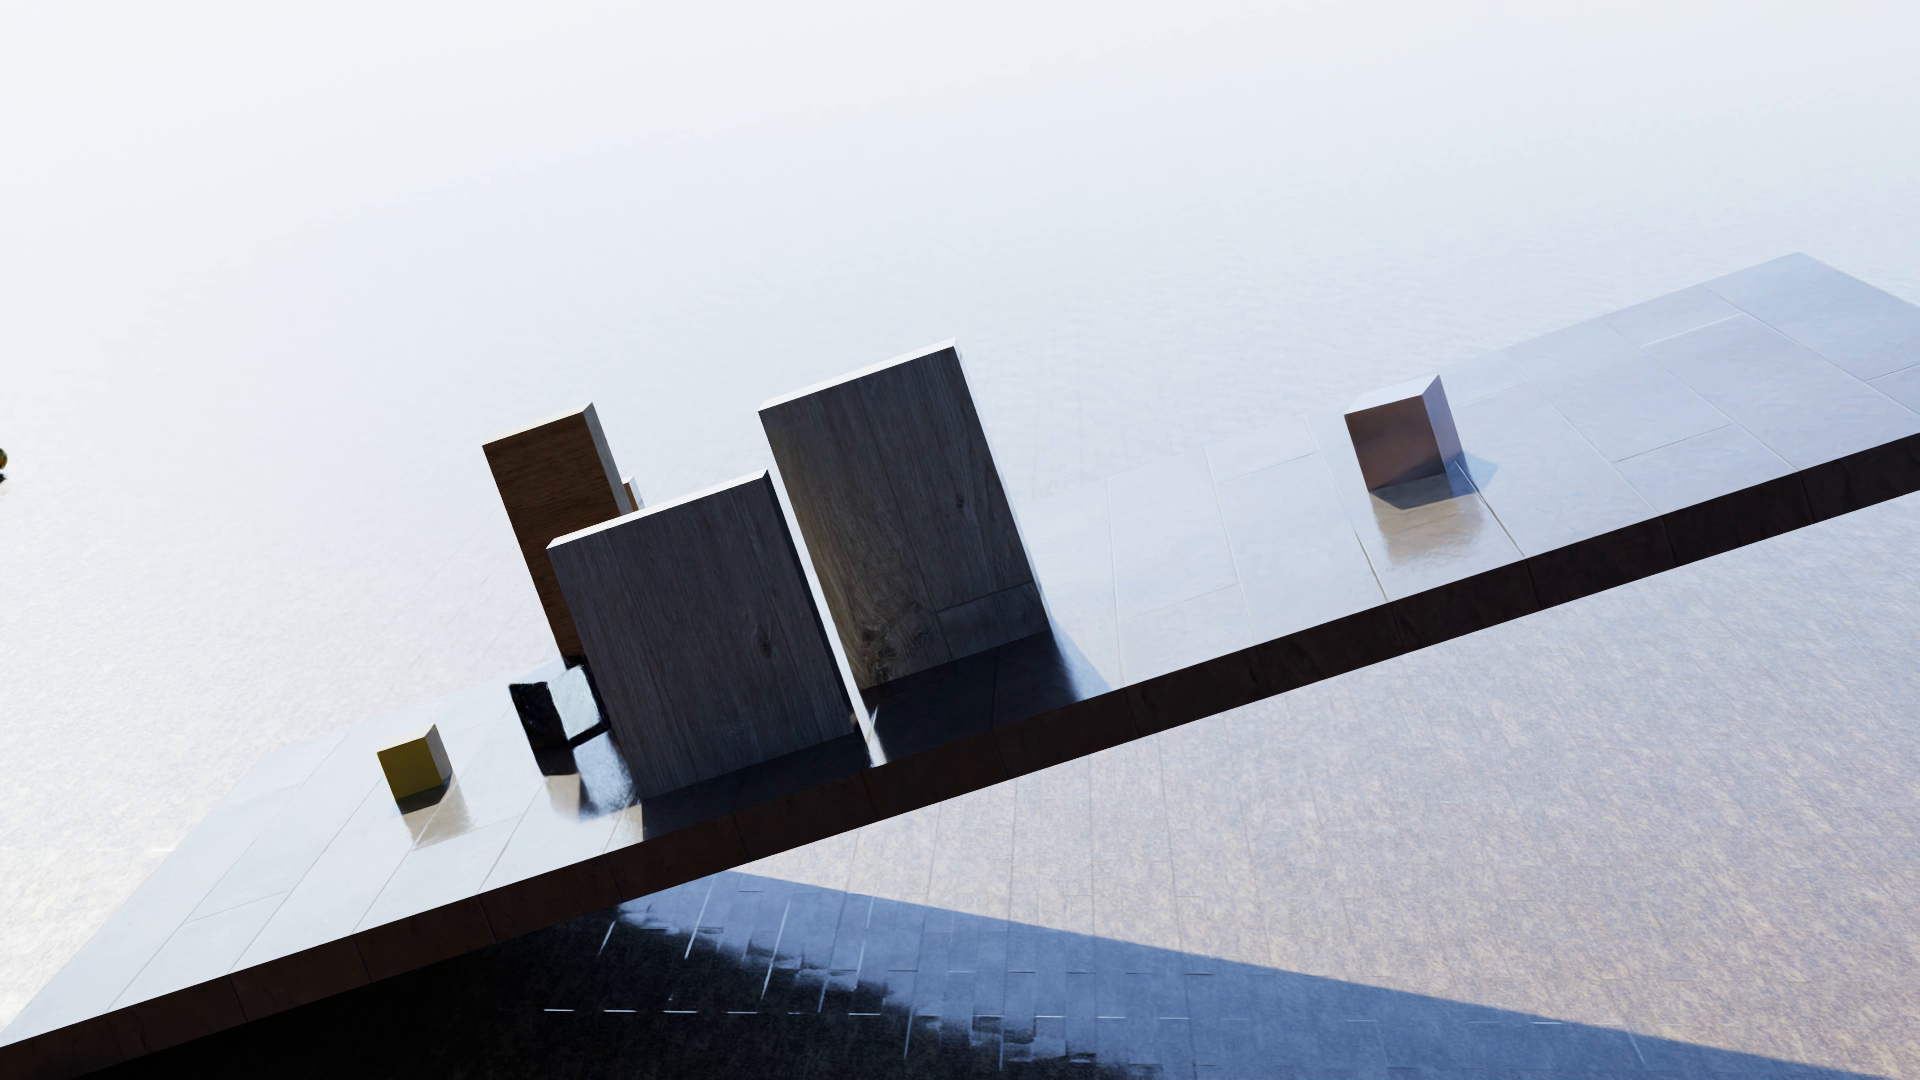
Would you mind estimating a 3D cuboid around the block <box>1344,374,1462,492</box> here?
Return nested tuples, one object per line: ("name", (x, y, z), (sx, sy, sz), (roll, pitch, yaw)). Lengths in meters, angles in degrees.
("block", (0.930, -0.225, 6.165), (0.172, 0.172, 0.172), (-14, 12, 25))

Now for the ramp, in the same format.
("ramp", (0.107, 0.180, 6.305), (4.000, 0.100, 2.000), (-18, 11, 6))

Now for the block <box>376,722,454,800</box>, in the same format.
("block", (-1.200, 0.487, 6.475), (0.114, 0.114, 0.114), (-18, 11, 5))

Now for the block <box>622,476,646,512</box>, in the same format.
("block", (-0.838, 0.077, 7.103), (0.243, 0.404, 0.084), (-18, 11, 6))

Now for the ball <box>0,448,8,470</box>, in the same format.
("ball", (-3.848, -0.323, 11.704), (0.111, 0.111, 0.111), (0, 12, 0))

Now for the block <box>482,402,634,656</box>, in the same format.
("block", (-0.842, 0.039, 6.648), (0.240, 0.648, 0.141), (-18, 11, 6))

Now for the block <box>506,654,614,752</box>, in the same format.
("block", (-0.858, 0.354, 6.421), (0.158, 0.158, 0.158), (-28, 14, -40))

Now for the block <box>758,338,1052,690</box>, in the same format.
("block", (-0.107, -0.052, 5.938), (0.412, 0.606, 0.122), (-18, 11, 6))

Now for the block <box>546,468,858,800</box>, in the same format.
("block", (-0.493, 0.183, 5.657), (0.438, 0.525, 0.091), (-18, 11, 6))
